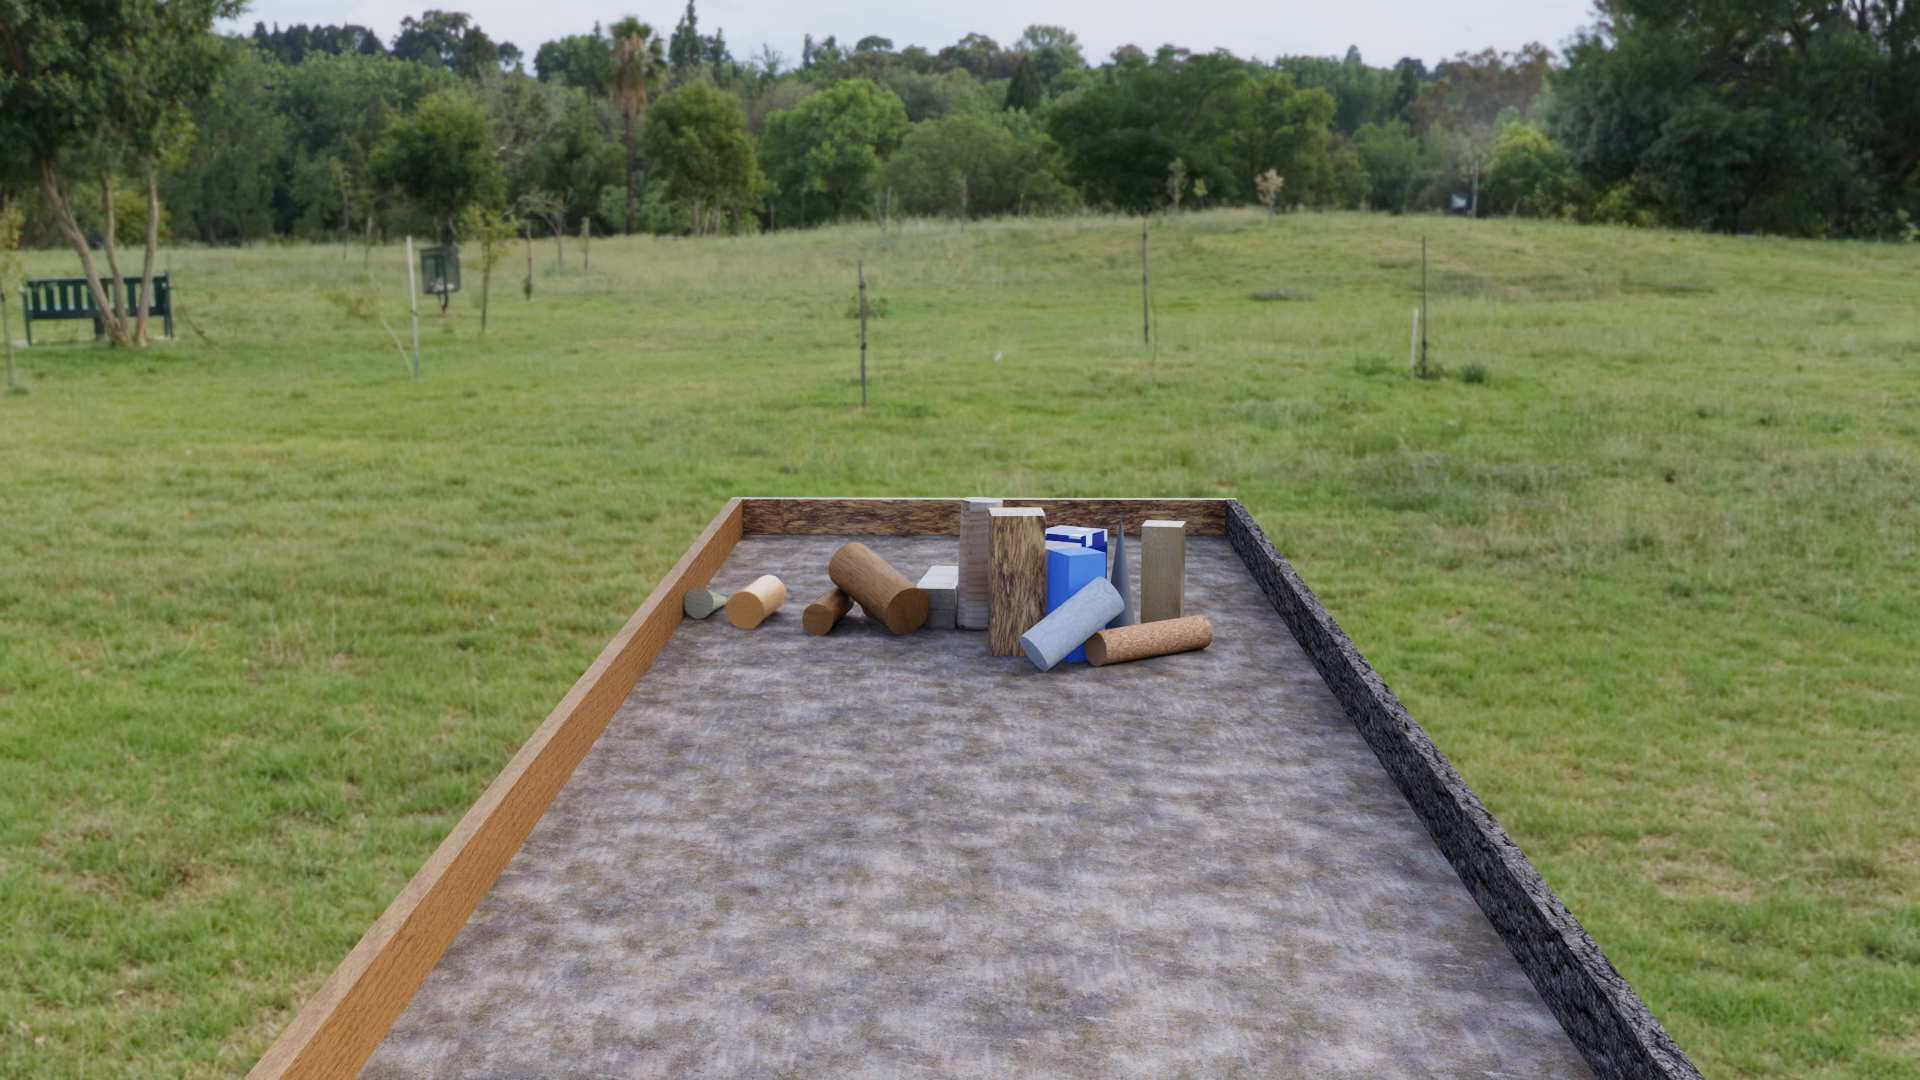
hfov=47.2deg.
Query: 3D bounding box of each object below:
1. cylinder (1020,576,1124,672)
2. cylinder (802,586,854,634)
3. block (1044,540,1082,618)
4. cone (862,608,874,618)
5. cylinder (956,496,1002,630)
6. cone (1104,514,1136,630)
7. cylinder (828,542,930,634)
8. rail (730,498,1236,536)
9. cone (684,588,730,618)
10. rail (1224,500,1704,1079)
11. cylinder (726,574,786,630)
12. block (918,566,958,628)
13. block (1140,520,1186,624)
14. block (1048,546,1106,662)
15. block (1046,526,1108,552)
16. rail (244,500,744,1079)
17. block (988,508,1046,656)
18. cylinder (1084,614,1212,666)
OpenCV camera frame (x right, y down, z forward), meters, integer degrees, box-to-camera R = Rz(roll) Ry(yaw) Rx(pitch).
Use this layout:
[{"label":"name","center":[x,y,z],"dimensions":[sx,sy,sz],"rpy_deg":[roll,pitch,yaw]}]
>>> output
[{"label":"cylinder","center":[0.335,0.250,6.572],"dimensions":[0.306,0.129,0.129],"rpy_deg":[-37,22,-17]},{"label":"cylinder","center":[-0.432,0.228,7.243],"dimensions":[0.102,0.102,0.352],"rpy_deg":[1,9,8]},{"label":"block","center":[0.280,0.166,6.988],"dimensions":[0.155,0.305,0.155],"rpy_deg":[5,10,30]},{"label":"cone","center":[-0.209,0.214,7.493],"dimensions":[0.106,0.106,0.326],"rpy_deg":[5,1,28]},{"label":"cylinder","center":[0.063,0.076,7.177],"dimensions":[0.135,0.418,0.135],"rpy_deg":[3,8,0]},{"label":"cone","center":[0.505,0.122,6.925],"dimensions":[0.116,0.412,0.116],"rpy_deg":[0,9,0]},{"label":"cylinder","center":[-0.267,0.157,7.205],"dimensions":[0.164,0.164,0.382],"rpy_deg":[-6,25,-32]},{"label":"rail","center":[0.099,-0.098,9.147],"dimensions":[2.100,0.150,0.050],"rpy_deg":[0,9,1]},{"label":"cone","center":[-0.834,0.210,7.519],"dimensions":[0.105,0.105,0.352],"rpy_deg":[2,1,13]},{"label":"rail","center":[1.046,0.843,3.208],"dimensions":[0.050,0.150,12.000],"rpy_deg":[0,9,1]},{"label":"cylinder","center":[-0.676,0.205,7.317],"dimensions":[0.125,0.125,0.322],"rpy_deg":[1,9,8]},{"label":"block","center":[-0.057,0.189,7.396],"dimensions":[0.131,0.131,0.437],"rpy_deg":[1,9,7]},{"label":"block","center":[0.663,0.116,7.179],"dimensions":[0.129,0.344,0.129],"rpy_deg":[2,9,12]},{"label":"block","center":[0.356,0.196,6.721],"dimensions":[0.128,0.328,0.128],"rpy_deg":[-4,10,-26]},{"label":"block","center":[0.361,0.126,7.201],"dimensions":[0.177,0.317,0.177],"rpy_deg":[6,11,31]},{"label":"rail","center":[-1.004,0.839,3.234],"dimensions":[0.050,0.150,12.000],"rpy_deg":[0,9,1]},{"label":"block","center":[0.175,0.128,6.799],"dimensions":[0.164,0.437,0.164],"rpy_deg":[0,10,-3]},{"label":"cylinder","center":[0.580,0.307,6.741],"dimensions":[0.436,0.105,0.105],"rpy_deg":[-7,11,-37]}]
